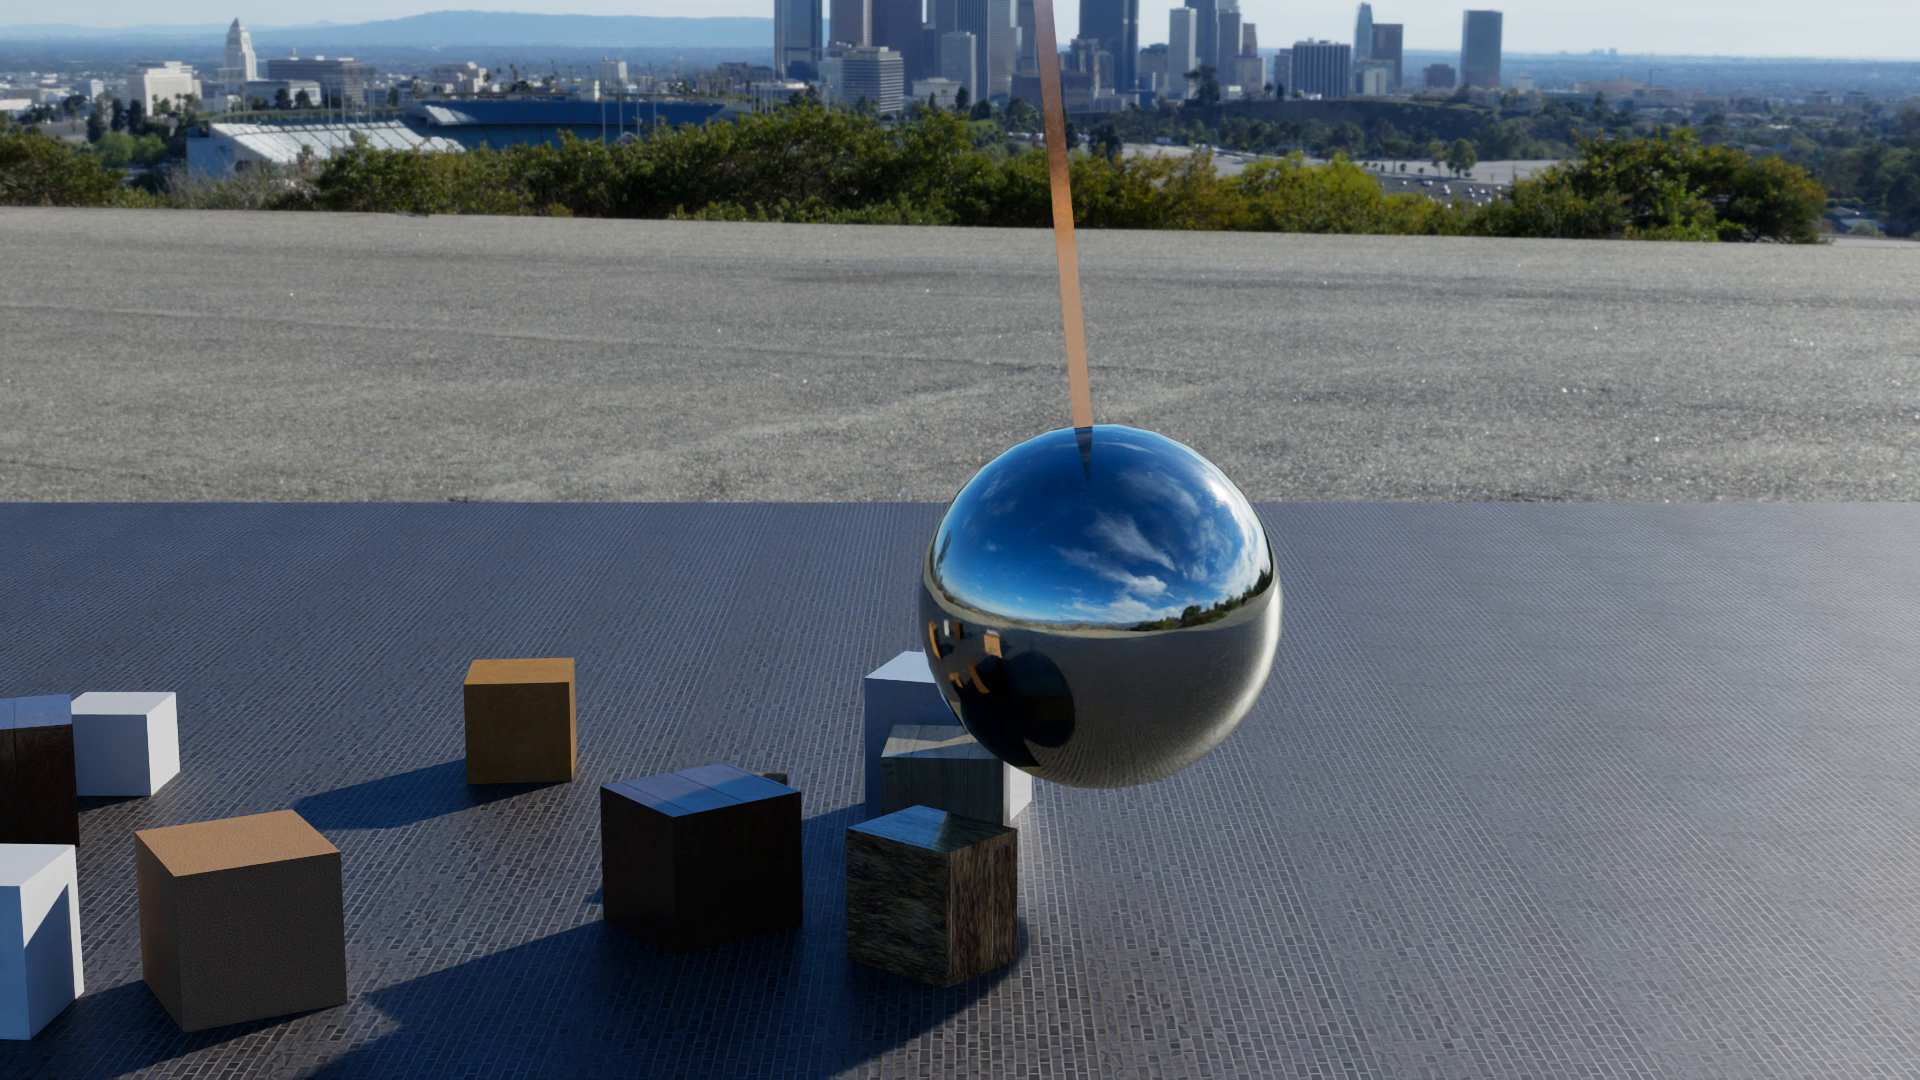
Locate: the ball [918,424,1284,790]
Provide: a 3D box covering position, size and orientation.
[{"bbox_3d":[0.613,0.290,11.233,1.600,1.600,1.600,0,10,0],"label":"ball"}]

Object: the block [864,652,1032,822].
[{"bbox_3d":[-0.050,0.961,12.309,0.650,0.705,0.596,3,11,17],"label":"block"}]

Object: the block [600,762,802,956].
[{"bbox_3d":[-1.078,1.317,10.704,0.617,0.579,0.582,-8,13,-37],"label":"block"}]

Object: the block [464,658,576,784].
[{"bbox_3d":[-2.237,0.917,13.093,0.520,0.512,0.548,-1,10,-6],"label":"block"}]

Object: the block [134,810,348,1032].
[{"bbox_3d":[-2.776,1.453,9.891,0.617,0.603,0.658,-6,12,-29],"label":"block"}]

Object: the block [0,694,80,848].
[{"bbox_3d":[-4.464,1.093,11.924,0.666,0.583,0.618,-4,11,-19],"label":"block"}]

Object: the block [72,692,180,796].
[{"bbox_3d":[-4.210,1.016,12.824,0.459,0.413,0.457,0,10,0],"label":"block"}]

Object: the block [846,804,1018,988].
[{"bbox_3d":[-0.112,1.416,10.257,0.527,0.545,0.433,9,13,40],"label":"block"}]

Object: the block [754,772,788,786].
[{"bbox_3d":[-0.964,1.266,11.651,0.283,0.340,0.349,2,10,11],"label":"block"}]

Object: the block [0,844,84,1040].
[{"bbox_3d":[-3.644,1.502,9.655,0.470,0.590,0.509,1,10,3],"label":"block"}]

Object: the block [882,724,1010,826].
[{"bbox_3d":[-0.058,1.170,11.670,0.543,0.523,0.574,1,10,4],"label":"block"}]

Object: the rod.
[{"bbox_3d":[0.266,-3.038,10.628,0.080,5.200,0.080,-6,10,1],"label":"rod"}]
